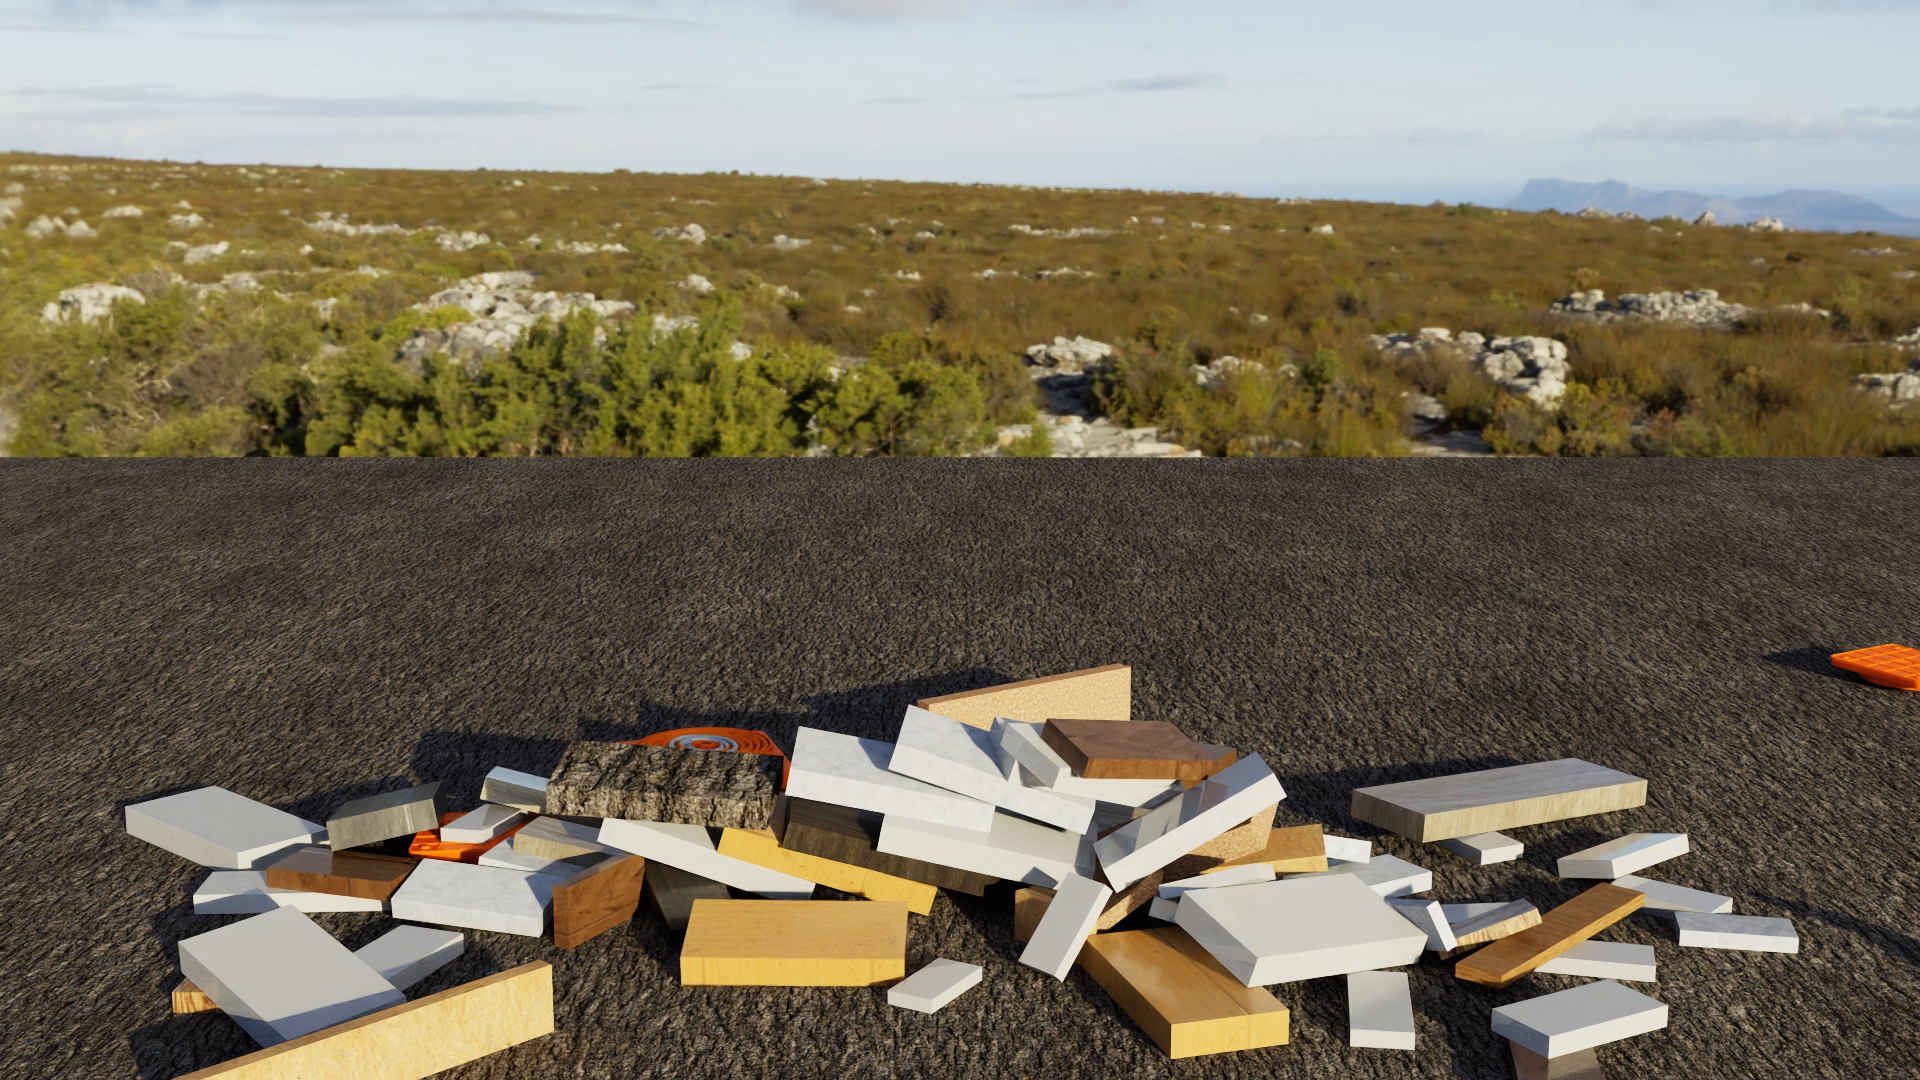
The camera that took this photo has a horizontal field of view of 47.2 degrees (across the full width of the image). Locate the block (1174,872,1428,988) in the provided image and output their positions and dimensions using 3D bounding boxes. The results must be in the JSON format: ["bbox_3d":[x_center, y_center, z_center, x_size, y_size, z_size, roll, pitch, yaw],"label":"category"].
[{"bbox_3d":[0.512,0.579,3.287,0.352,0.050,0.176,1,24,-36],"label":"block"}]

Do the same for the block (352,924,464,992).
[{"bbox_3d":[-0.862,0.641,3.309,0.111,0.031,0.244,4,11,20],"label":"block"}]

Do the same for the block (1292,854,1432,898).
[{"bbox_3d":[0.670,0.573,3.678,0.217,0.031,0.108,-6,12,-31],"label":"block"}]

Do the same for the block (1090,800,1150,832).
[{"bbox_3d":[0.313,0.514,3.826,0.301,0.043,0.151,9,25,23],"label":"block"}]

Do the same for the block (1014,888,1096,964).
[{"bbox_3d":[0.147,0.599,3.406,0.022,0.079,0.158,-8,13,-41],"label":"block"}]

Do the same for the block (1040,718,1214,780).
[{"bbox_3d":[0.266,0.333,3.498,0.252,0.036,0.126,5,23,-34],"label":"block"}]

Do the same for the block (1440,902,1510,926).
[{"bbox_3d":[0.811,0.607,3.514,0.164,0.023,0.082,-1,11,-6],"label":"block"}]

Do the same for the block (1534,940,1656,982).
[{"bbox_3d":[0.965,0.637,3.348,0.176,0.025,0.088,3,11,14],"label":"block"}]

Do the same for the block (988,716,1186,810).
[{"bbox_3d":[0.206,0.368,3.595,0.301,0.043,0.151,13,19,-18],"label":"block"}]

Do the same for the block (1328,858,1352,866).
[{"bbox_3d":[0.637,0.565,3.761,0.111,0.016,0.055,-7,12,-32],"label":"block"}]

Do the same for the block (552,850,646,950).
[{"bbox_3d":[-0.573,0.570,3.502,0.028,0.100,0.201,5,12,27],"label":"block"}]

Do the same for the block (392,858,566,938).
[{"bbox_3d":[-0.772,0.575,3.541,0.248,0.035,0.124,6,24,11],"label":"block"}]

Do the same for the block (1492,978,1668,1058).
[{"bbox_3d":[0.856,0.660,3.037,0.221,0.031,0.110,-6,12,-29],"label":"block"}]

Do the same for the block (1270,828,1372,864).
[{"bbox_3d":[0.552,0.506,3.707,0.252,0.036,0.126,9,-7,-4],"label":"block"}]

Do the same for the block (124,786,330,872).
[{"bbox_3d":[-1.307,0.518,3.917,0.388,0.050,0.176,9,14,41],"label":"block"}]

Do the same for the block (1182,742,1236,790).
[{"bbox_3d":[0.434,0.454,4.322,0.100,0.028,0.319,6,12,29],"label":"block"}]

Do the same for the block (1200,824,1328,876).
[{"bbox_3d":[0.485,0.504,3.528,0.201,0.028,0.100,-8,21,8],"label":"block"}]

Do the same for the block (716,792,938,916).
[{"bbox_3d":[-0.212,0.505,3.628,0.356,0.050,0.178,17,18,-4],"label":"block"}]

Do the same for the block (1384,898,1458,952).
[{"bbox_3d":[0.696,0.587,3.361,0.021,0.074,0.148,-26,2,-22],"label":"block"}]

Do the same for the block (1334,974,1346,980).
[{"bbox_3d":[0.529,0.604,3.350,0.182,0.026,0.091,25,22,20],"label":"block"}]

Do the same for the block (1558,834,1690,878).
[{"bbox_3d":[1.139,0.541,3.774,0.221,0.031,0.110,-9,0,-39],"label":"block"}]

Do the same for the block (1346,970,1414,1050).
[{"bbox_3d":[0.602,0.672,3.157,0.088,0.025,0.224,2,11,8],"label":"block"}]

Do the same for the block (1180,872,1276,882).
[{"bbox_3d":[0.417,0.527,3.582,0.201,0.028,0.100,-4,22,17],"label":"block"}]

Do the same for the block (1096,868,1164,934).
[{"bbox_3d":[0.244,0.570,3.426,0.164,0.023,0.082,-40,4,16],"label":"block"}]

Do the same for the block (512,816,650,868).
[{"bbox_3d":[-0.626,0.516,3.703,0.221,0.031,0.111,11,10,10],"label":"block"}]

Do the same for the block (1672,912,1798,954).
[{"bbox_3d":[1.218,0.616,3.459,0.175,0.025,0.088,2,11,11],"label":"block"}]

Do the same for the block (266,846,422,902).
[{"bbox_3d":[-1.008,0.549,3.621,0.230,0.033,0.115,3,11,17],"label":"block"}]

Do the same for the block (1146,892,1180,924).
[{"bbox_3d":[0.397,0.586,3.417,0.217,0.031,0.108,17,5,-1],"label":"block"}]

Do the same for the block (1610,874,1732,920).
[{"bbox_3d":[1.157,0.590,3.599,0.182,0.026,0.091,9,14,40],"label":"block"}]

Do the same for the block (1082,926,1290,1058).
[{"bbox_3d":[0.322,0.652,3.201,0.176,0.050,0.352,-3,11,-17],"label":"block"}]

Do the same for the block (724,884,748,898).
[{"bbox_3d":[-0.433,0.554,3.764,0.124,0.035,0.248,-8,13,-38],"label":"block"}]

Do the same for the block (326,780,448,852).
[{"bbox_3d":[-0.999,0.480,3.852,0.176,0.050,0.353,-12,1,-11],"label":"block"}]

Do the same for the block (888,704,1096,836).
[{"bbox_3d":[0.057,0.372,3.582,0.332,0.047,0.166,19,18,-1],"label":"block"}]

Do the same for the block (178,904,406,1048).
[{"bbox_3d":[-0.956,0.634,3.142,0.176,0.050,0.353,-16,25,-39],"label":"block"}]

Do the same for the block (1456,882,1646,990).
[{"bbox_3d":[0.917,0.606,3.391,0.074,0.021,0.477,9,14,41],"label":"block"}]

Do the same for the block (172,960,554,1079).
[{"bbox_3d":[-0.778,0.681,2.908,0.028,0.099,0.563,10,14,43],"label":"block"}]

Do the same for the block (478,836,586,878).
[{"bbox_3d":[-0.662,0.552,3.659,0.248,0.035,0.124,11,10,10],"label":"block"}]

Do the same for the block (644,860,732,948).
[{"bbox_3d":[-0.434,0.578,3.537,0.115,0.033,0.230,-4,21,-20],"label":"block"}]

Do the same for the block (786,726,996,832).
[{"bbox_3d":[-0.110,0.388,3.583,0.332,0.047,0.166,11,19,-3],"label":"block"}]

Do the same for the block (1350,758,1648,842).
[{"bbox_3d":[0.999,0.475,4.051,0.600,0.050,0.176,-3,11,-35],"label":"block"}]

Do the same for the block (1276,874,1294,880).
[{"bbox_3d":[0.445,0.541,3.613,0.201,0.028,0.100,-2,23,23],"label":"block"}]

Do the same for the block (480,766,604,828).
[{"bbox_3d":[-0.709,0.470,3.953,0.282,0.040,0.141,15,1,-4],"label":"block"}]

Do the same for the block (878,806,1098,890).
[{"bbox_3d":[0.048,0.480,3.563,0.344,0.049,0.172,12,19,1],"label":"block"}]

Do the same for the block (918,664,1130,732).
[{"bbox_3d":[0.138,0.362,4.511,0.522,0.141,0.040,-8,13,-36],"label":"block"}]

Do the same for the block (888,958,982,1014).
[{"bbox_3d":[-0.036,0.657,3.248,0.074,0.021,0.148,6,12,29],"label":"block"}]

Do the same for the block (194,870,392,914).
[{"bbox_3d":[-0.990,0.579,3.640,0.513,0.033,0.115,-1,11,-3],"label":"block"}]

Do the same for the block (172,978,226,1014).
[{"bbox_3d":[-1.078,0.647,3.278,0.111,0.031,0.221,0,11,0],"label":"block"}]

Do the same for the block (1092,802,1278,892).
[{"bbox_3d":[0.345,0.489,3.560,0.344,0.049,0.172,-25,15,26],"label":"block"}]

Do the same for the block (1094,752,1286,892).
[{"bbox_3d":[0.358,0.442,3.460,0.302,0.043,0.151,-30,8,1],"label":"block"}]

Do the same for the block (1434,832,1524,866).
[{"bbox_3d":[0.905,0.532,3.909,0.091,0.026,0.182,-5,12,-25],"label":"block"}]

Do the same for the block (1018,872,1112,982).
[{"bbox_3d":[0.160,0.585,3.332,0.079,0.158,0.022,12,-26,47],"label":"block"}]

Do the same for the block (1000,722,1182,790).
[{"bbox_3d":[0.218,0.345,3.541,0.282,0.040,0.141,3,24,-40],"label":"block"}]

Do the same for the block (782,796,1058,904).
[{"bbox_3d":[-0.062,0.498,3.614,0.456,0.049,0.172,15,19,-7],"label":"block"}]

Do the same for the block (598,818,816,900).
[{"bbox_3d":[-0.403,0.494,3.636,0.356,0.050,0.178,18,18,-1],"label":"block"}]

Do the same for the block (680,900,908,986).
[{"bbox_3d":[-0.247,0.611,3.340,0.332,0.047,0.166,0,21,1],"label":"block"}]

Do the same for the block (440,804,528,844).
[{"bbox_3d":[-0.832,0.496,3.850,0.082,0.023,0.164,2,8,16],"label":"block"}]

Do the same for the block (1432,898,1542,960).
[{"bbox_3d":[0.803,0.598,3.379,0.164,0.023,0.082,-21,2,1],"label":"block"}]

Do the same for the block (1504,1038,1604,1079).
[{"bbox_3d":[0.797,0.708,2.949,0.110,0.031,0.220,2,11,8],"label":"block"}]

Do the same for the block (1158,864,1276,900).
[{"bbox_3d":[0.388,0.517,3.321,0.158,0.022,0.079,-17,-16,23],"label":"block"}]

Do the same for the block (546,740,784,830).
[{"bbox_3d":[-0.479,0.400,3.599,0.356,0.050,0.178,4,19,3],"label":"block"}]
